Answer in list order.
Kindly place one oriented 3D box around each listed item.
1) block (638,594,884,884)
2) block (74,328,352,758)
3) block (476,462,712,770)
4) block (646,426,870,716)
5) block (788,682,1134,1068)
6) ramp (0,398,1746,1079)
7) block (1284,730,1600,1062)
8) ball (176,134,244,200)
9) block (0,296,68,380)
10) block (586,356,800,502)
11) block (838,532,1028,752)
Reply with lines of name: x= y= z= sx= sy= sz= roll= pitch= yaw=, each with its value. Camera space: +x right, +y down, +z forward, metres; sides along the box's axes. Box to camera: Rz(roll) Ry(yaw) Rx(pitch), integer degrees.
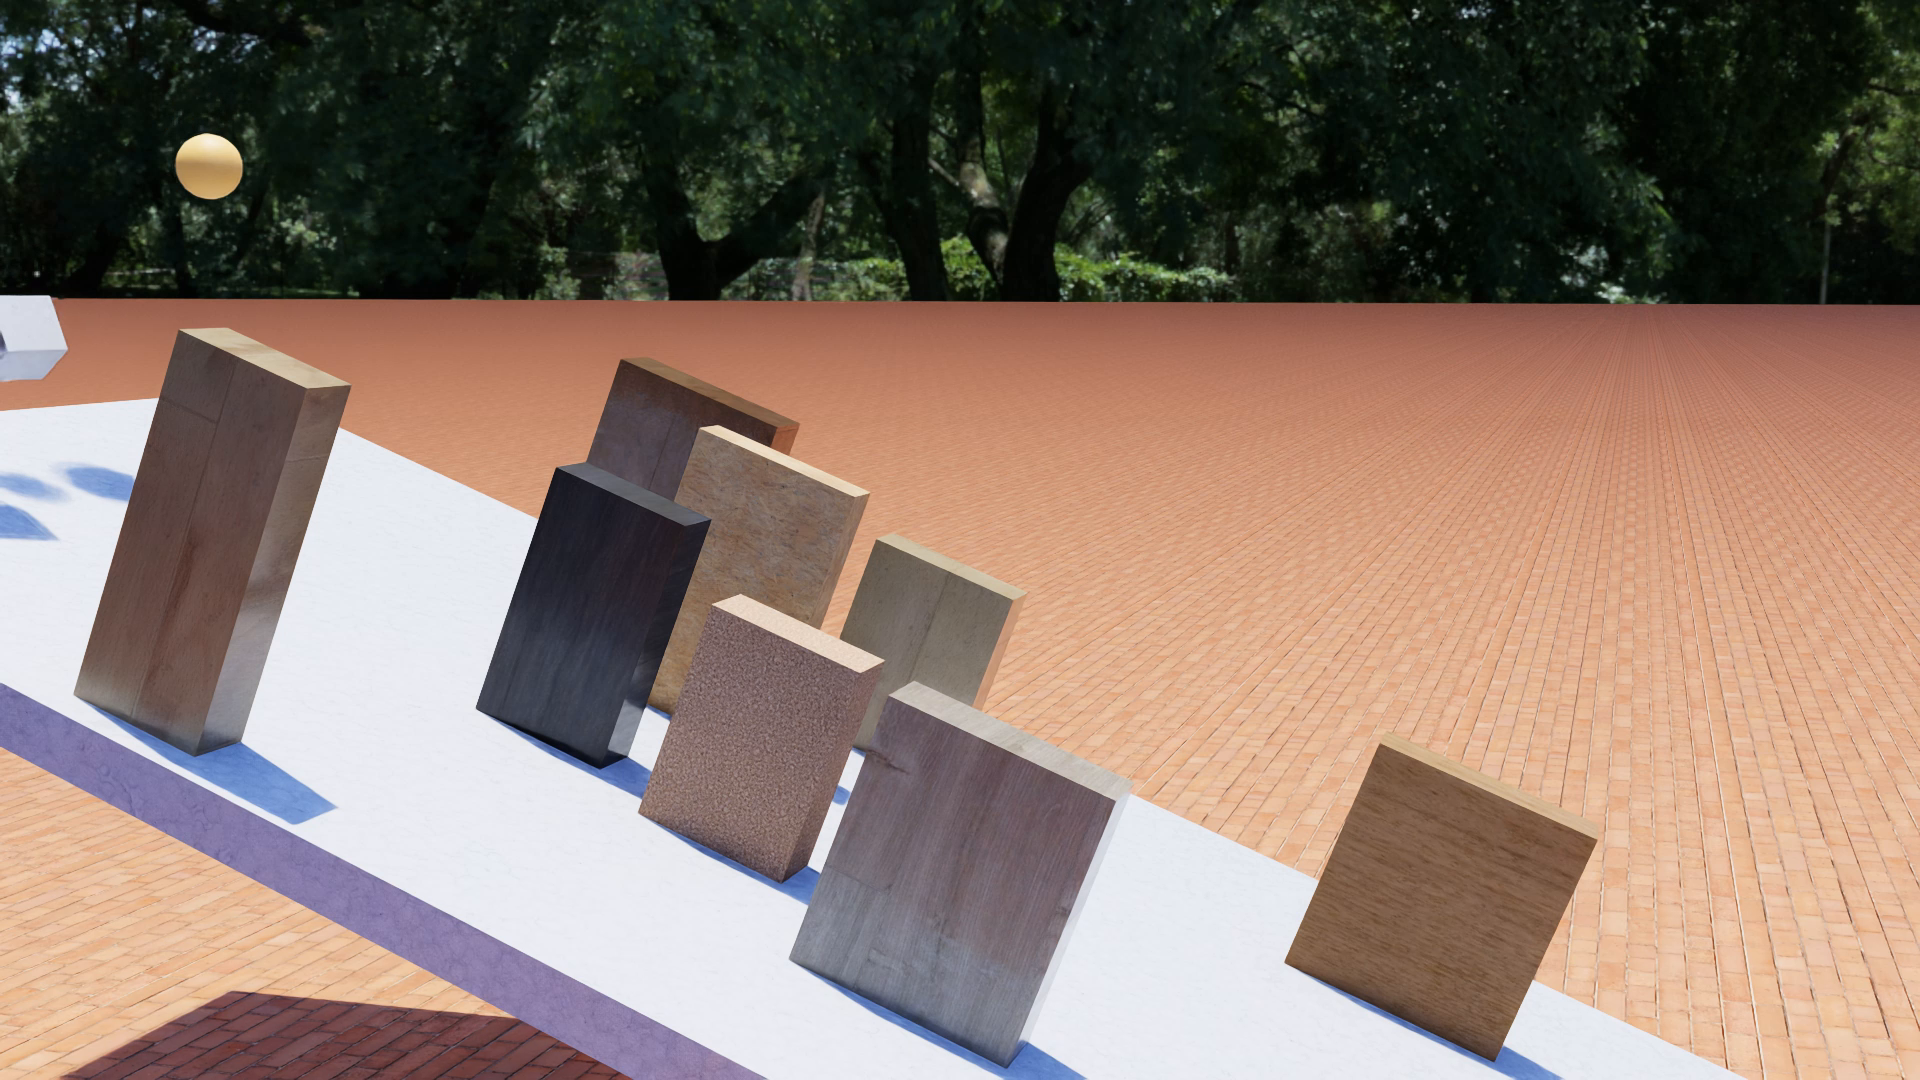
block: x=-0.352 y=0.348 z=3.884 sx=0.293 sy=0.409 sz=0.129 roll=24 pitch=13 yaw=13
block: x=-1.189 y=0.002 z=3.491 sx=0.241 sy=0.628 sz=0.122 roll=24 pitch=13 yaw=13
block: x=-0.678 y=0.138 z=4.061 sx=0.272 sy=0.489 sz=0.118 roll=24 pitch=13 yaw=13
block: x=-0.444 y=0.101 z=4.408 sx=0.349 sy=0.568 sz=0.093 roll=24 pitch=13 yaw=13
block: x=0.000 y=0.532 z=3.521 sx=0.395 sy=0.477 sz=0.130 roll=24 pitch=13 yaw=13
ramp: x=-0.316 y=0.566 z=4.200 sx=4.000 sy=0.100 sz=2.000 roll=24 pitch=13 yaw=13
block: x=0.941 y=0.695 z=4.313 sx=0.442 sy=0.489 sz=0.122 roll=24 pitch=13 yaw=13
ball: x=-1.529 y=-0.760 z=4.478 sx=0.131 sy=0.131 sz=0.131 roll=0 pitch=7 yaw=0
block: x=-1.766 y=-0.378 z=4.115 sx=0.116 sy=0.116 sz=0.116 roll=-33 pitch=-16 yaw=37
block: x=-0.656 y=-0.106 z=5.066 sx=0.408 sy=0.512 sz=0.142 roll=24 pitch=13 yaw=13
block: x=-0.091 y=0.252 z=4.646 sx=0.320 sy=0.434 sz=0.112 roll=24 pitch=13 yaw=13
